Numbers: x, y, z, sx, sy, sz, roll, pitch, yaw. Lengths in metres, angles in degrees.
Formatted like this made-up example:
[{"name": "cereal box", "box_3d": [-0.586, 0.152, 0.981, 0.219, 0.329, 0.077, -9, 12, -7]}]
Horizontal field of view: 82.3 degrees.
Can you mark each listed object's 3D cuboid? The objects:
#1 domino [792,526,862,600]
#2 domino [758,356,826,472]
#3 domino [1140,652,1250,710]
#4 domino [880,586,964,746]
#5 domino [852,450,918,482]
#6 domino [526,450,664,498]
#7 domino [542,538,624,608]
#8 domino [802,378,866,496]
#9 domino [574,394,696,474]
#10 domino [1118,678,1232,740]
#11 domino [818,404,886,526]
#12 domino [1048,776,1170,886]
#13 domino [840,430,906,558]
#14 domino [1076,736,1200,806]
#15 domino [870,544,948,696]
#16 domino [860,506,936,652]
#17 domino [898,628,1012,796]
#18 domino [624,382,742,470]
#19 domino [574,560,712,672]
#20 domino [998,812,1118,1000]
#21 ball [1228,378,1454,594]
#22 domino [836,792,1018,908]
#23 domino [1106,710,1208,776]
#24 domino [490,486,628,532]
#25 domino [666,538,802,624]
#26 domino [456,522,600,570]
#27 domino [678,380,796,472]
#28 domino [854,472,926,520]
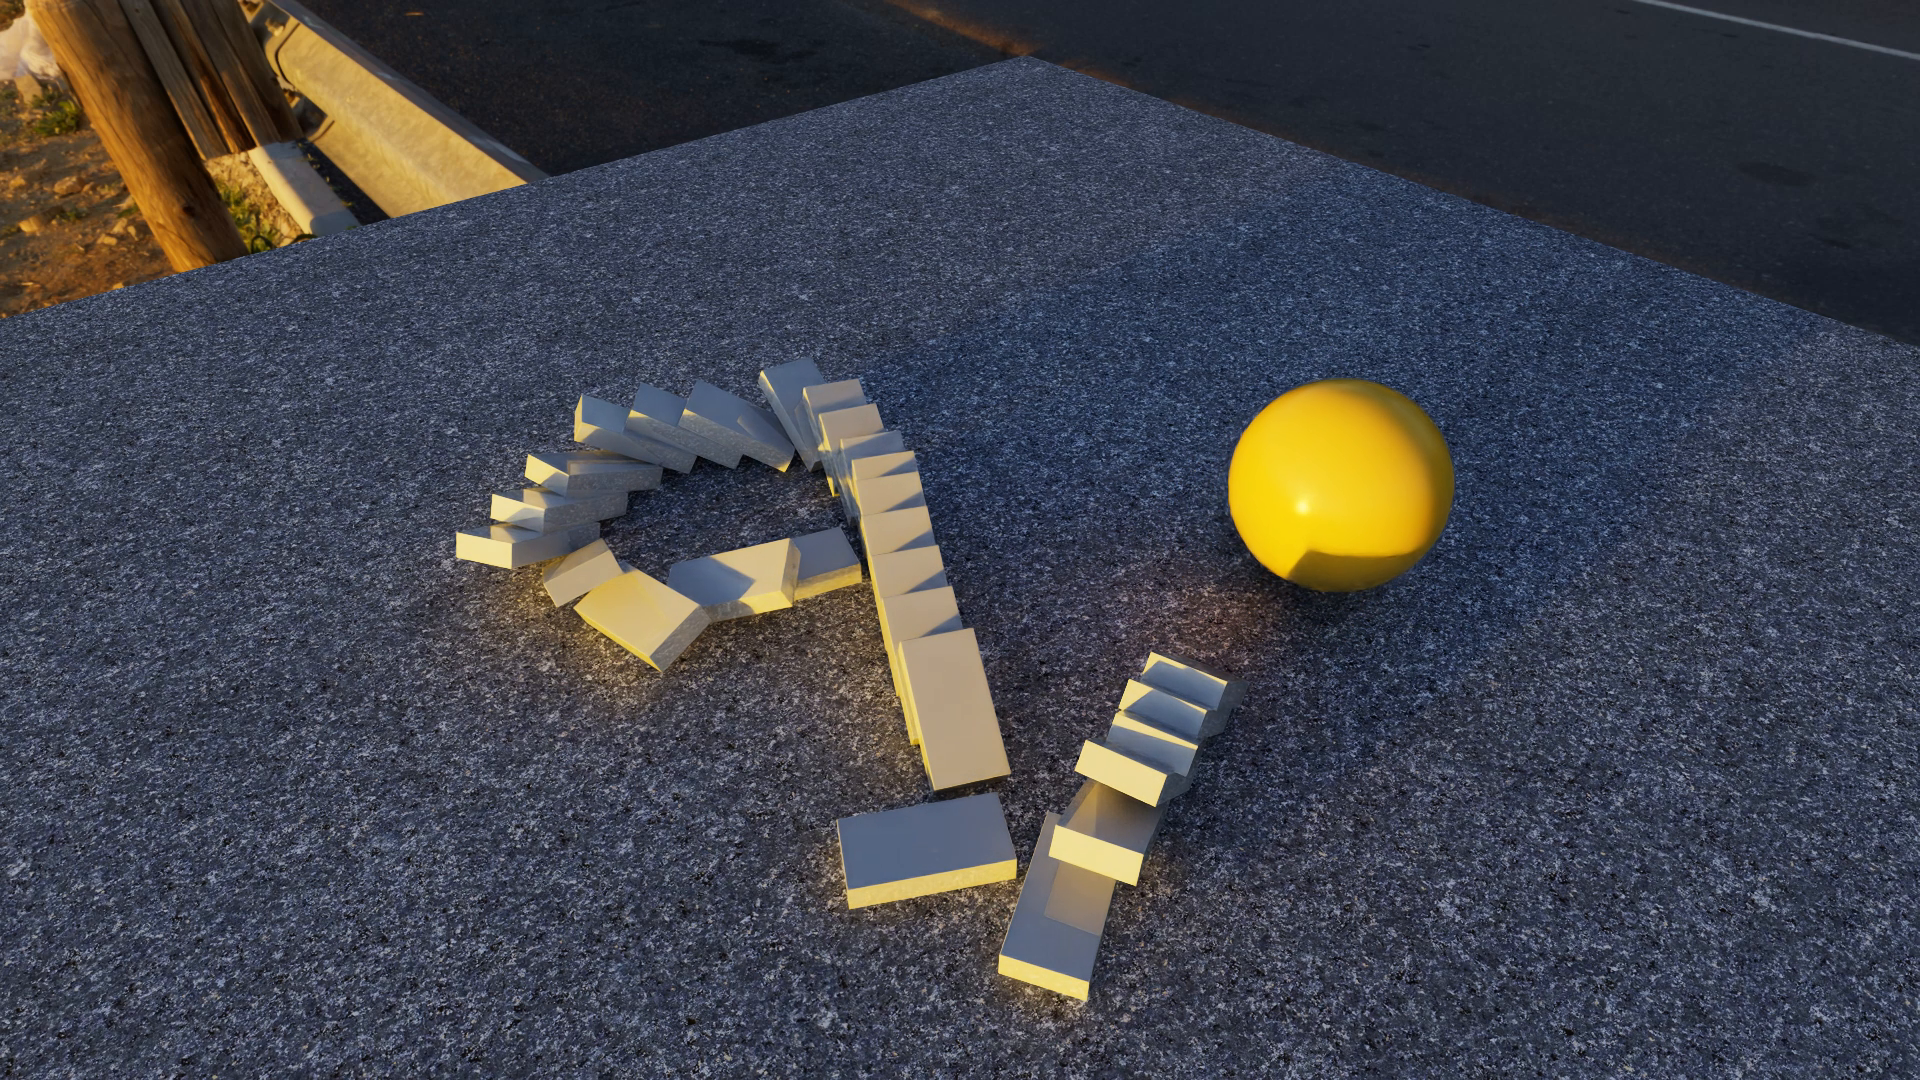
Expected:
[{"name": "domino", "box_3d": [-0.066, 0.012, 0.429, 0.050, 0.010, 0.025, -15, 42, -18]}, {"name": "domino", "box_3d": [-0.067, -0.057, 0.493, 0.025, 0.009, 0.050, -23, 74, -31]}, {"name": "domino", "box_3d": [0.078, 0.046, 0.362, 0.025, 0.010, 0.050, 21, 1, 23]}, {"name": "domino", "box_3d": [-0.009, 0.042, 0.375, 0.025, 0.010, 0.050, -10, 68, -12]}, {"name": "domino", "box_3d": [-0.026, -0.009, 0.434, 0.025, 0.010, 0.050, -10, 72, -12]}, {"name": "domino", "box_3d": [-0.153, -0.029, 0.461, 0.025, 0.009, 0.050, 24, 18, 27]}, {"name": "domino", "box_3d": [-0.140, 0.011, 0.407, 0.025, 0.009, 0.050, -29, 15, -16]}, {"name": "domino", "box_3d": [-0.050, -0.045, 0.480, 0.025, 0.010, 0.050, -13, 69, -19]}, {"name": "domino", "box_3d": [-0.141, -0.046, 0.480, 0.050, 0.009, 0.025, 17, 28, -28]}, {"name": "domino", "box_3d": [0.070, 0.054, 0.353, 0.025, 0.009, 0.050, 21, 1, 23]}, {"name": "domino", "box_3d": [-0.041, -0.032, 0.465, 0.025, 0.010, 0.050, -13, 69, -16]}, {"name": "domino", "box_3d": [0.046, 0.083, 0.324, 0.025, 0.009, 0.050, 15, 13, 17]}, {"name": "domino", "box_3d": [-0.032, -0.019, 0.449, 0.025, 0.010, 0.050, -10, 68, -12]}, {"name": "domino", "box_3d": [0.055, 0.069, 0.335, 0.025, 0.010, 0.050, 21, 1, 23]}, {"name": "domino", "box_3d": [-0.015, 0.028, 0.391, 0.025, 0.009, 0.050, -9, 69, -11]}, {"name": "domino", "box_3d": [-0.020, 0.014, 0.407, 0.025, 0.010, 0.050, -9, 72, -11]}, {"name": "domino", "box_3d": [-0.002, 0.055, 0.359, 0.025, 0.010, 0.050, -10, 67, -12]}, {"name": "domino", "box_3d": [-0.120, -0.051, 0.486, 0.050, 0.009, 0.025, 21, 32, -19]}, {"name": "domino", "box_3d": [-0.116, 0.027, 0.399, 0.050, 0.010, 0.025, 22, 61, 38]}, {"name": "domino", "box_3d": [0.031, 0.104, 0.317, 0.025, 0.010, 0.050, 12, 41, 14]}, {"name": "ball", "box_3d": [0.141, -0.020, 0.412, 0.080, 0.080, 0.080, 0, 39, 0]}, {"name": "domino", "box_3d": [-0.010, 0.093, 0.330, 0.050, 0.010, 0.025, -8, 40, -9]}, {"name": "domino", "box_3d": [0.063, 0.061, 0.343, 0.025, 0.009, 0.050, 20, 1, 17]}, {"name": "domino", "box_3d": [-0.160, -0.014, 0.443, 0.025, 0.010, 0.050, 14, 14, 18]}, {"name": "domino", "box_3d": [-0.085, 0.017, 0.408, 0.050, 0.010, 0.025, -12, 47, 16]}, {"name": "domino", "box_3d": [-0.166, 0.000, 0.425, 0.025, 0.009, 0.050, 10, 13, 18]}, {"name": "domino", "box_3d": [-0.097, -0.051, 0.488, 0.050, 0.009, 0.025, 24, 36, -16]}, {"name": "domino", "box_3d": [-0.023, 0.000, 0.421, 0.025, 0.010, 0.050, -9, 72, -11]}]
